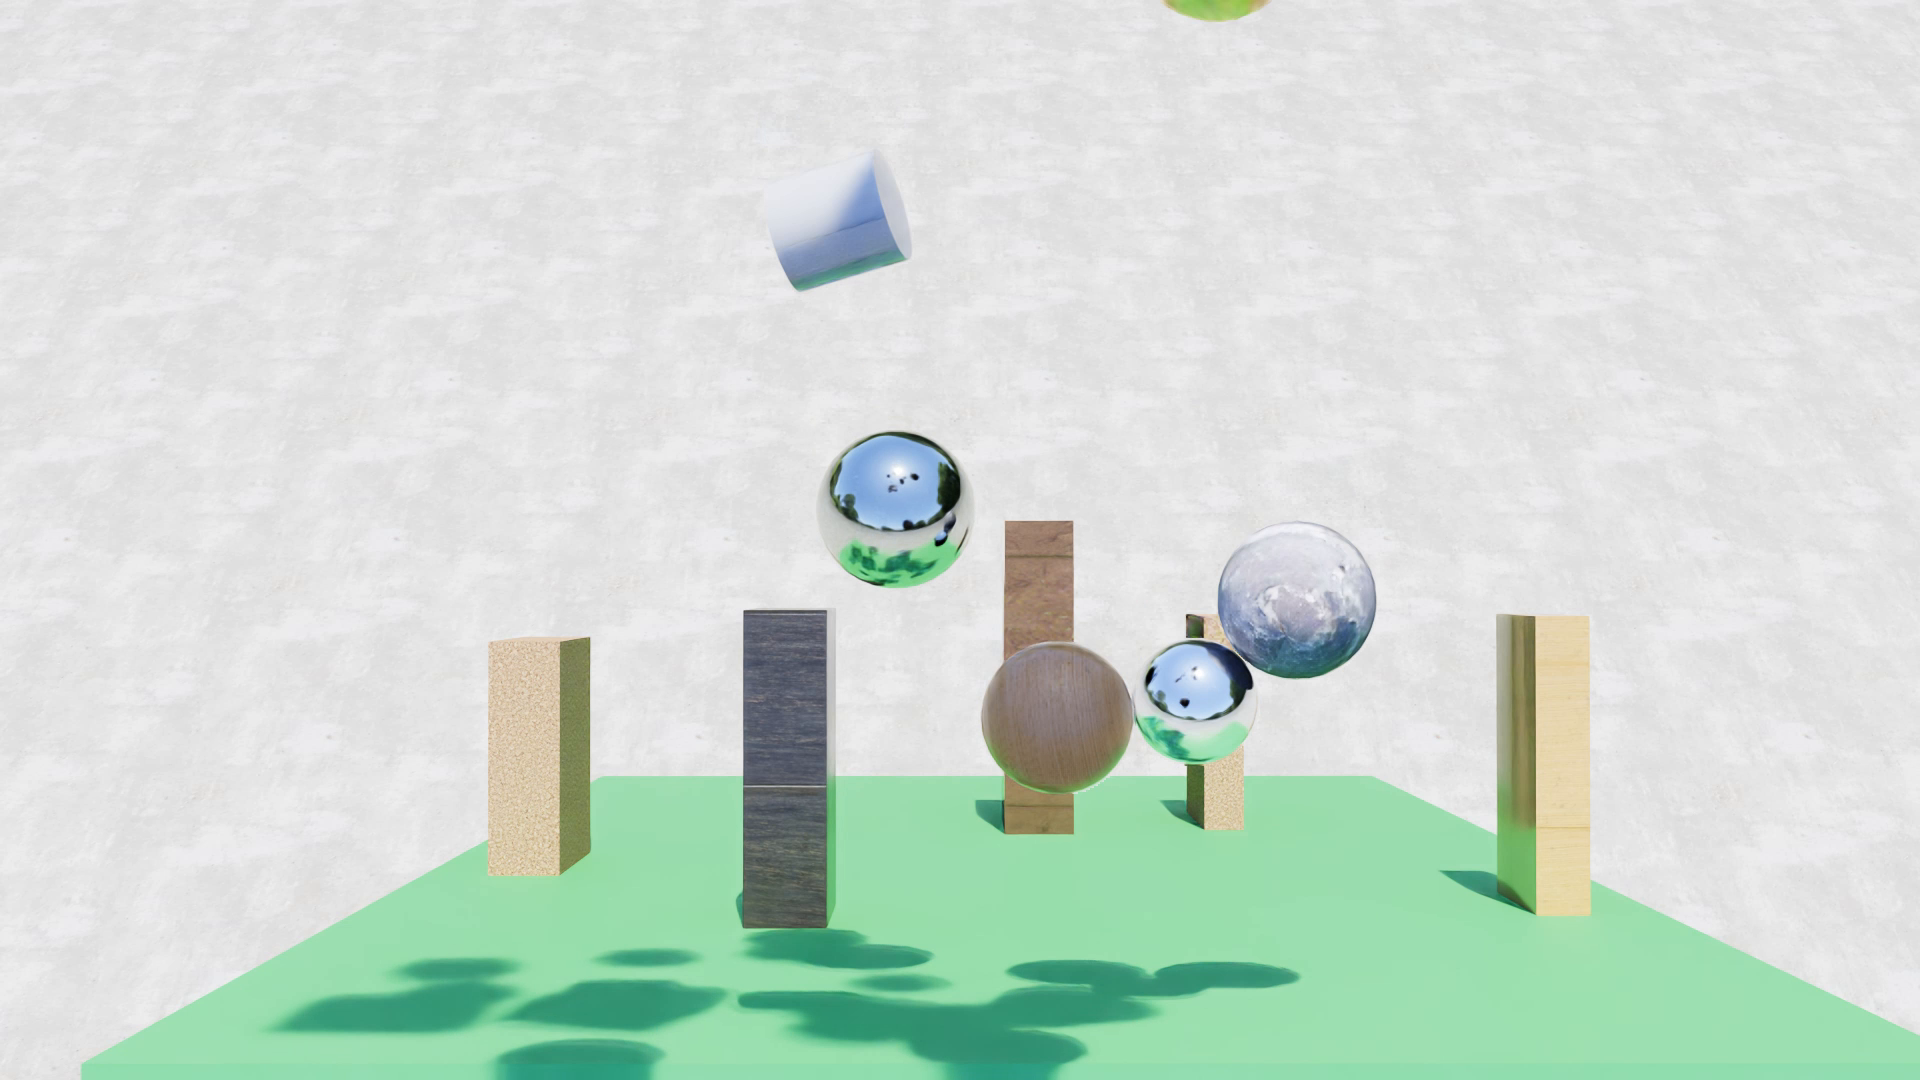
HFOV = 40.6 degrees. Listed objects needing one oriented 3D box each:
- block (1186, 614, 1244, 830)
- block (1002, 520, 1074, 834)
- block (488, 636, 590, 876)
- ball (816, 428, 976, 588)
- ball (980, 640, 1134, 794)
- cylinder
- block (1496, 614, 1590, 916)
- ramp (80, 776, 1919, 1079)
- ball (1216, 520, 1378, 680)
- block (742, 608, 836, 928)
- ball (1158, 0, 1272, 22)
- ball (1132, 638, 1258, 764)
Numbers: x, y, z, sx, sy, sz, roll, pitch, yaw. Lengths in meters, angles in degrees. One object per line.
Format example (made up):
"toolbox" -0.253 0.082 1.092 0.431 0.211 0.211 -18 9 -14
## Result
"block" 0.538 0.376 5.486 0.080 0.435 0.415 0 -1 0
"block" 0.158 0.278 5.377 0.138 0.628 0.373 0 -1 0
"block" -0.752 0.380 4.660 0.123 0.403 0.377 0 -1 0
"ball" -0.077 -0.037 3.101 0.191 0.191 0.191 0 32 0
"ball" 0.096 0.175 2.557 0.151 0.151 0.151 0 32 0
"cylinder" -0.119 -0.314 2.550 0.114 0.114 0.114 -16 31 11
"block" 0.916 0.345 4.082 0.082 0.454 0.288 0 -1 0
"ramp" 0.072 0.632 4.733 2.000 0.100 4.000 0 -1 0
"ball" 0.392 0.070 3.015 0.185 0.185 0.185 0 32 0
"block" -0.256 0.337 3.935 0.123 0.466 0.287 0 -1 0
"ball" 0.255 -0.606 2.575 0.179 0.179 0.179 0 32 0
"ball" 0.272 0.187 3.010 0.147 0.147 0.147 0 32 0
